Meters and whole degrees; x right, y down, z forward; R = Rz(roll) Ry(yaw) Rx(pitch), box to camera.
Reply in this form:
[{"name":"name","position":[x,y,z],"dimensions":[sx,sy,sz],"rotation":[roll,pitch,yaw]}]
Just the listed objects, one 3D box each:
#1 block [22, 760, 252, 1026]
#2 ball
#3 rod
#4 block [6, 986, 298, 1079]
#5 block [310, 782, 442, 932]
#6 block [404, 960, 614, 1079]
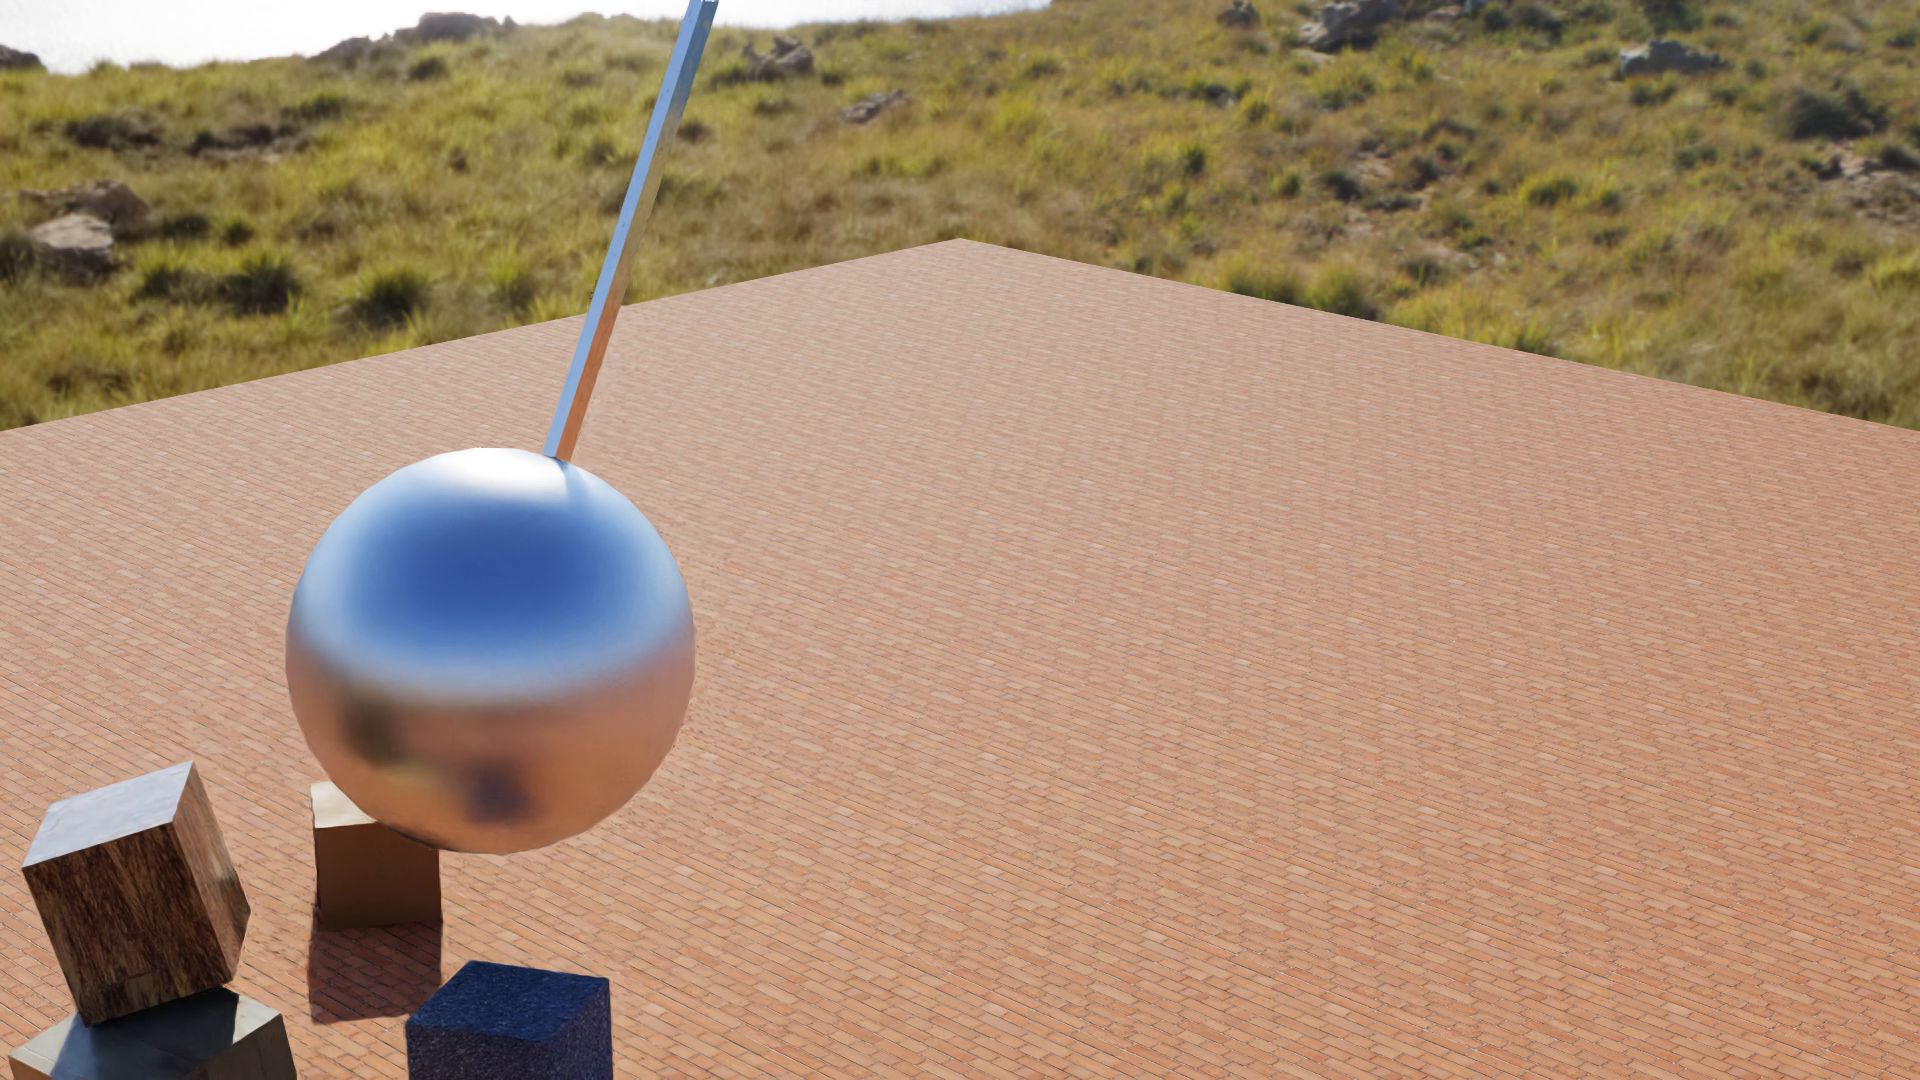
[{"name":"block","position":[-2.997,1.282,10.723],"dimensions":[0.548,0.642,0.658],"rotation":[-17,17,-3]},{"name":"ball","position":[-1.840,0.437,11.550],"dimensions":[1.600,1.600,1.600],"rotation":[0,17,0]},{"name":"rod","position":[-0.798,-2.798,11.626],"dimensions":[0.080,5.200,0.080],"rotation":[17,-2,42]},{"name":"block","position":[-2.880,2.046,10.609],"dimensions":[0.694,0.627,0.688],"rotation":[13,32,37]},{"name":"block","position":[-2.614,1.388,13.113],"dimensions":[0.518,0.489,0.534],"rotation":[-5,18,-14]},{"name":"block","position":[-1.700,1.988,11.124],"dimensions":[0.582,0.536,0.554],"rotation":[5,18,16]}]
